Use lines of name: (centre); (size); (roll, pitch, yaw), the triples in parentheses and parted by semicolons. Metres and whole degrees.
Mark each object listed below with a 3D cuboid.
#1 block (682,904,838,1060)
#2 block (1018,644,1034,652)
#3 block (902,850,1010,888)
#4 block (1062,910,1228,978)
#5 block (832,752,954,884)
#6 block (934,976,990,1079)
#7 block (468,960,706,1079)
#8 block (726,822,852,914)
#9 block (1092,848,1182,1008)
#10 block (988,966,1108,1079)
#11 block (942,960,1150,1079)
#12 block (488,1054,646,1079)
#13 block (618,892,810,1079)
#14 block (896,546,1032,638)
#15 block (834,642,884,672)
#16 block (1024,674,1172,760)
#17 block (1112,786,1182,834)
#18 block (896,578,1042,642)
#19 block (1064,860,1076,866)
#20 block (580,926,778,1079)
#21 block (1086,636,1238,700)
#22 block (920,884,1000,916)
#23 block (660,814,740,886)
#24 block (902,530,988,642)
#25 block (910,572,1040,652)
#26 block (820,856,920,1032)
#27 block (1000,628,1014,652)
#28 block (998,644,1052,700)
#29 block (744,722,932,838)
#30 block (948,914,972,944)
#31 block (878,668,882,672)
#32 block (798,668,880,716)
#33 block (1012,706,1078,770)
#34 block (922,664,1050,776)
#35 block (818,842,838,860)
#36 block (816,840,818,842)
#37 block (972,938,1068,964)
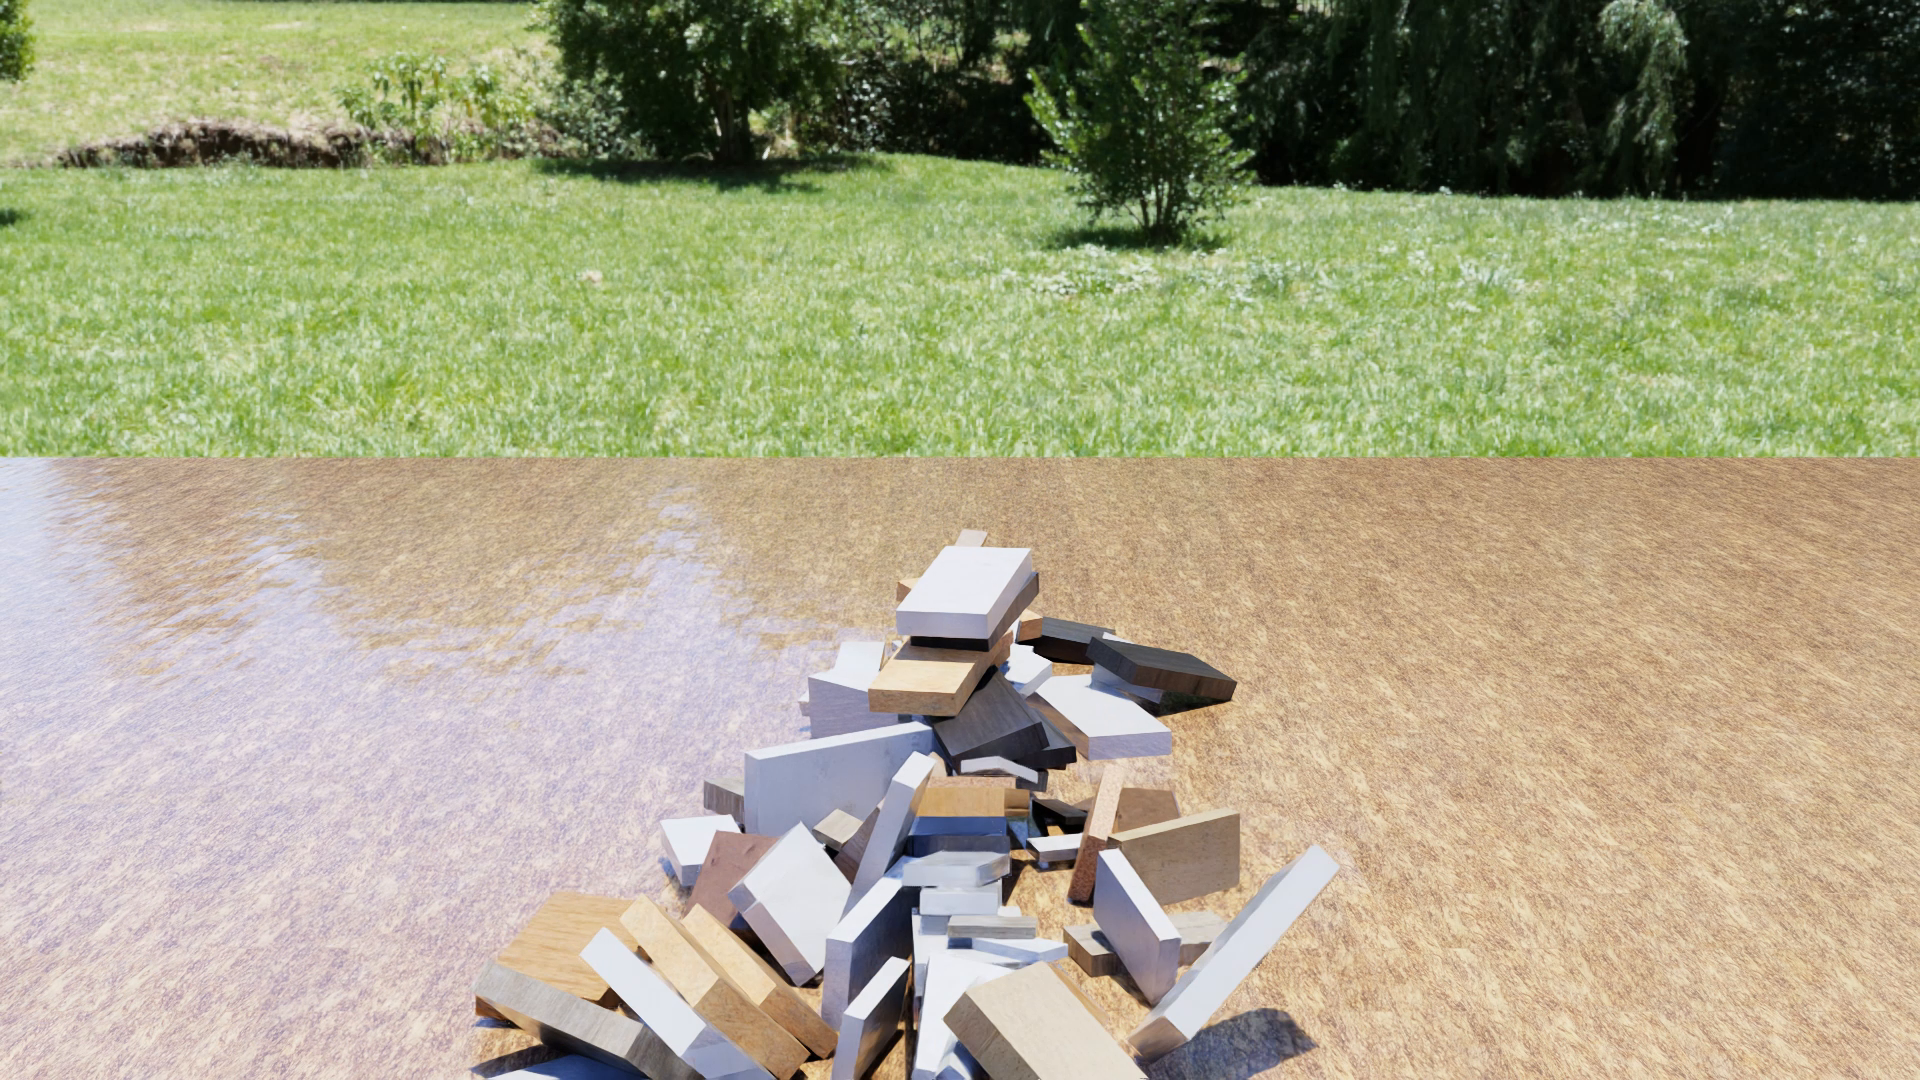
block: (-0.289, 0.626, 3.143); (0.037, 0.132, 0.350); (-49, 25, -9)
block: (0.041, 0.312, 4.883); (0.174, 0.049, 0.348); (5, 19, 13)
block: (-0.002, 0.484, 3.235); (0.105, 0.030, 0.293); (1, -4, 11)
block: (0.298, 0.623, 3.397); (0.250, 0.035, 0.125); (-3, 11, -17)
block: (-0.124, 0.485, 3.791); (0.048, 0.168, 0.337); (40, 18, 5)
block: (0.033, 0.606, 2.614); (0.095, 0.027, 0.191); (42, 23, -6)
block: (-0.487, 0.654, 2.907); (0.333, 0.047, 0.167); (9, -30, 42)
block: (-0.268, 0.554, 3.482); (0.037, 0.132, 0.265); (-38, 1, 21)
block: (0.261, 0.574, 3.273); (0.033, 0.118, 0.236); (-5, 27, -18)
block: (0.109, 0.615, 2.657); (0.092, 0.026, 0.267); (45, 23, 0)
block: (0.152, 0.648, 2.540); (0.349, 0.049, 0.175); (46, 25, 23)
block: (-0.448, 0.711, 2.759); (0.129, 0.037, 0.375); (-8, 5, -38)
block: (-0.347, 0.619, 3.065); (0.051, 0.180, 0.359); (-49, 25, -9)
block: (0.012, 0.100, 4.342); (0.180, 0.051, 0.360); (2, 20, 15)
block: (-0.233, 0.302, 4.984); (0.102, 0.029, 0.501); (0, 11, 1)
block: (0.284, 0.374, 4.696); (0.176, 0.050, 0.495); (-3, 11, -14)
block: (0.331, 0.499, 3.883); (0.118, 0.033, 0.306); (4, 10, 0)
block: (0.020, 0.166, 5.319); (0.176, 0.050, 0.353); (-9, 23, -36)
block: (0.244, 0.557, 3.793); (0.066, 0.019, 0.132); (-6, 12, -31)
block: (-0.365, 0.645, 2.924); (0.051, 0.180, 0.389); (-50, 27, -12)
block: (0.447, 0.285, 4.864); (0.320, 0.045, 0.160); (12, 13, -40)
block: (0.001, 0.503, 3.086); (0.105, 0.030, 0.211); (1, -6, 2)
block: (-0.430, 0.525, 3.737); (0.125, 0.035, 0.250); (-3, 11, -16)
block: (-0.030, 0.112, 5.360); (0.066, 0.019, 0.854); (7, 19, 8)
block: (0.033, 0.136, 4.382); (0.160, 0.045, 0.320); (3, 21, 20)
block: (-0.125, 0.594, 3.268); (0.039, 0.136, 0.369); (7, 12, 14)
block: (0.018, 0.223, 4.518); (0.102, 0.029, 0.203); (7, 20, 28)
block: (0.056, 0.312, 4.568); (0.135, 0.038, 0.269); (25, 45, 31)
block: (-0.216, 0.445, 3.951); (0.360, 0.180, 0.051); (-7, 15, -33)
block: (0.014, 0.528, 3.001); (0.058, 0.016, 0.116); (0, 4, 2)
block: (-0.113, 0.319, 4.944); (0.132, 0.066, 0.019); (-3, -17, -13)
block: (-0.193, 0.329, 4.644); (0.269, 0.038, 0.135); (1, 28, 32)
block: (0.124, 0.365, 4.049); (0.108, 0.031, 0.319); (-8, 10, -10)
block: (0.035, 0.333, 4.082); (0.168, 0.048, 0.486); (-21, 11, -5)
block: (-0.234, 0.544, 3.756); (0.017, 0.058, 0.199); (3, 11, 16)
block: (-0.228, 0.529, 3.838); (0.017, 0.058, 0.117); (3, 11, 18)
block: (0.078, 0.536, 2.894); (0.116, 0.016, 0.058); (4, 5, 42)
